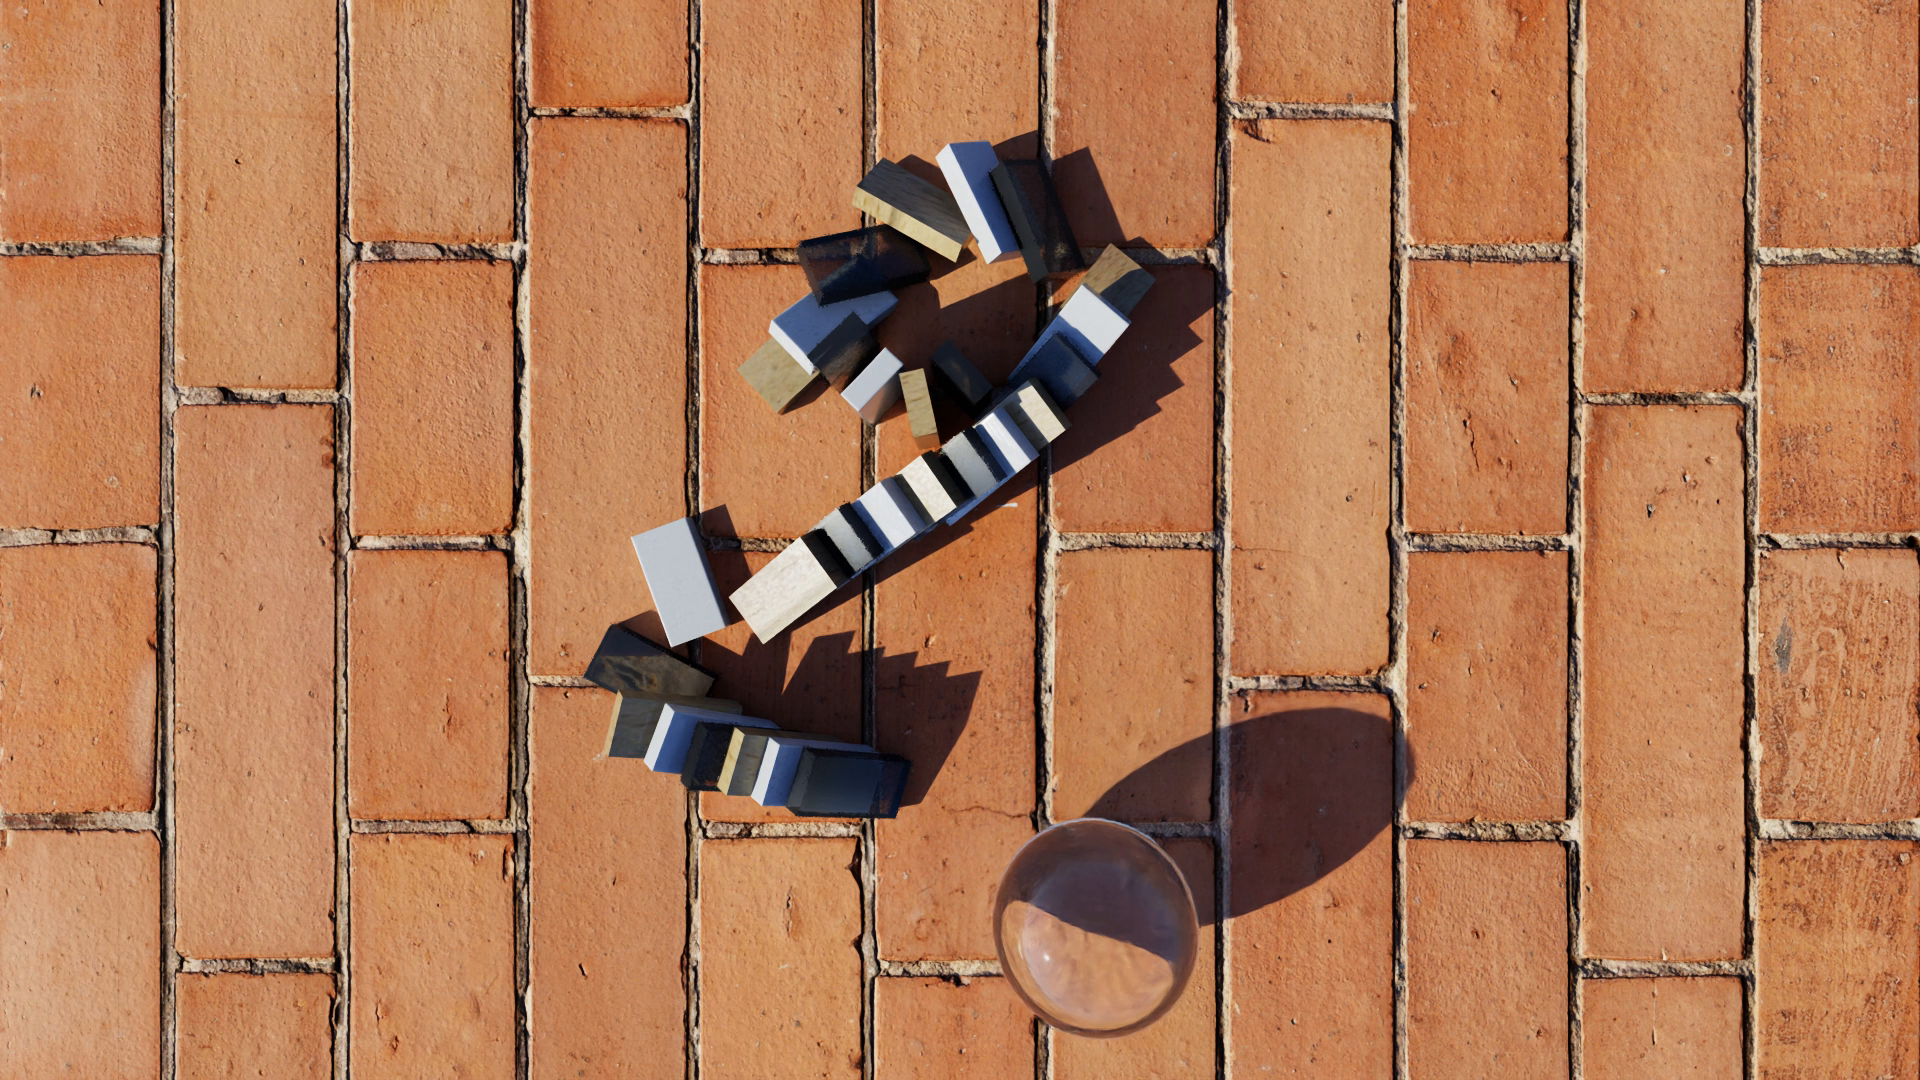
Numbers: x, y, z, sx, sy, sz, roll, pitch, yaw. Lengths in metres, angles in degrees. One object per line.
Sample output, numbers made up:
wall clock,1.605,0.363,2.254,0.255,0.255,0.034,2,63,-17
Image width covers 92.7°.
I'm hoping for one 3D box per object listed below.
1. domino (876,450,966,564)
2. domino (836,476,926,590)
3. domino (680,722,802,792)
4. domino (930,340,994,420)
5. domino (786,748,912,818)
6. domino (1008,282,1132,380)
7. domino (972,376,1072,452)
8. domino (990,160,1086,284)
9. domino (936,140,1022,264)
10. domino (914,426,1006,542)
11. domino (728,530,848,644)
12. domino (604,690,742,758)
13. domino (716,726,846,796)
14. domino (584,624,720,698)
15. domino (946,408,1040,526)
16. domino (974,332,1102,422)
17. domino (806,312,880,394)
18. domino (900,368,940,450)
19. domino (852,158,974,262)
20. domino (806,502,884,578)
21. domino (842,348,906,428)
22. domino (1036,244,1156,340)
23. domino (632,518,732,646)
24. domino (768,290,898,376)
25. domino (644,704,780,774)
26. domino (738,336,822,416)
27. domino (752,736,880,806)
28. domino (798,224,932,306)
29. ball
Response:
domino,-0.024,-0.013,0.382,0.050,0.009,0.025,-34,91,34
domino,-0.040,-0.002,0.383,0.050,0.009,0.025,-35,91,32
domino,-0.088,0.091,0.380,0.050,0.010,0.025,16,90,-41
domino,0.001,-0.064,0.375,0.010,0.050,0.025,-43,90,0
domino,-0.045,0.101,0.380,0.050,0.010,0.025,16,90,-41
domino,0.045,-0.079,0.385,0.025,0.010,0.050,40,116,-1
domino,0.019,-0.043,0.383,0.050,0.009,0.025,-37,90,31
domino,0.033,-0.135,0.388,0.025,0.010,0.050,-22,90,-40
domino,0.012,-0.143,0.388,0.025,0.010,0.050,-26,90,-40
domino,-0.007,-0.023,0.381,0.050,0.009,0.025,-35,91,34
domino,-0.072,0.020,0.383,0.050,0.010,0.025,-36,90,30
domino,-0.119,0.078,0.382,0.050,0.009,0.025,12,95,-32
domino,-0.073,0.093,0.380,0.050,0.009,0.025,16,90,-41
domino,-0.133,0.059,0.395,0.050,0.010,0.025,27,90,0
domino,0.006,-0.030,0.382,0.050,0.010,0.025,-38,89,34
domino,0.032,-0.060,0.385,0.025,0.010,0.050,45,116,0
domino,-0.047,-0.075,0.375,0.025,0.050,0.010,-44,90,0
domino,-0.016,-0.052,0.375,0.009,0.050,0.025,-13,90,0
domino,-0.017,-0.140,0.389,0.050,0.009,0.025,29,55,0
domino,-0.057,0.009,0.383,0.050,0.010,0.025,-36,90,30
domino,-0.034,-0.061,0.375,0.009,0.050,0.025,44,90,0
domino,0.058,-0.099,0.395,0.025,0.010,0.050,38,90,0
domino,-0.120,0.018,0.395,0.025,0.009,0.050,-20,90,0
domino,-0.052,-0.094,0.383,0.025,0.009,0.050,46,66,0
domino,-0.102,0.085,0.380,0.050,0.010,0.025,21,90,-41
domino,-0.068,-0.080,0.395,0.050,0.009,0.025,-43,90,0
domino,-0.059,0.097,0.380,0.050,0.010,0.025,16,90,-41
domino,-0.040,-0.117,0.384,0.050,0.009,0.025,-20,81,-23
ball,0.053,0.151,0.360,0.080,0.080,0.080,0,90,0
